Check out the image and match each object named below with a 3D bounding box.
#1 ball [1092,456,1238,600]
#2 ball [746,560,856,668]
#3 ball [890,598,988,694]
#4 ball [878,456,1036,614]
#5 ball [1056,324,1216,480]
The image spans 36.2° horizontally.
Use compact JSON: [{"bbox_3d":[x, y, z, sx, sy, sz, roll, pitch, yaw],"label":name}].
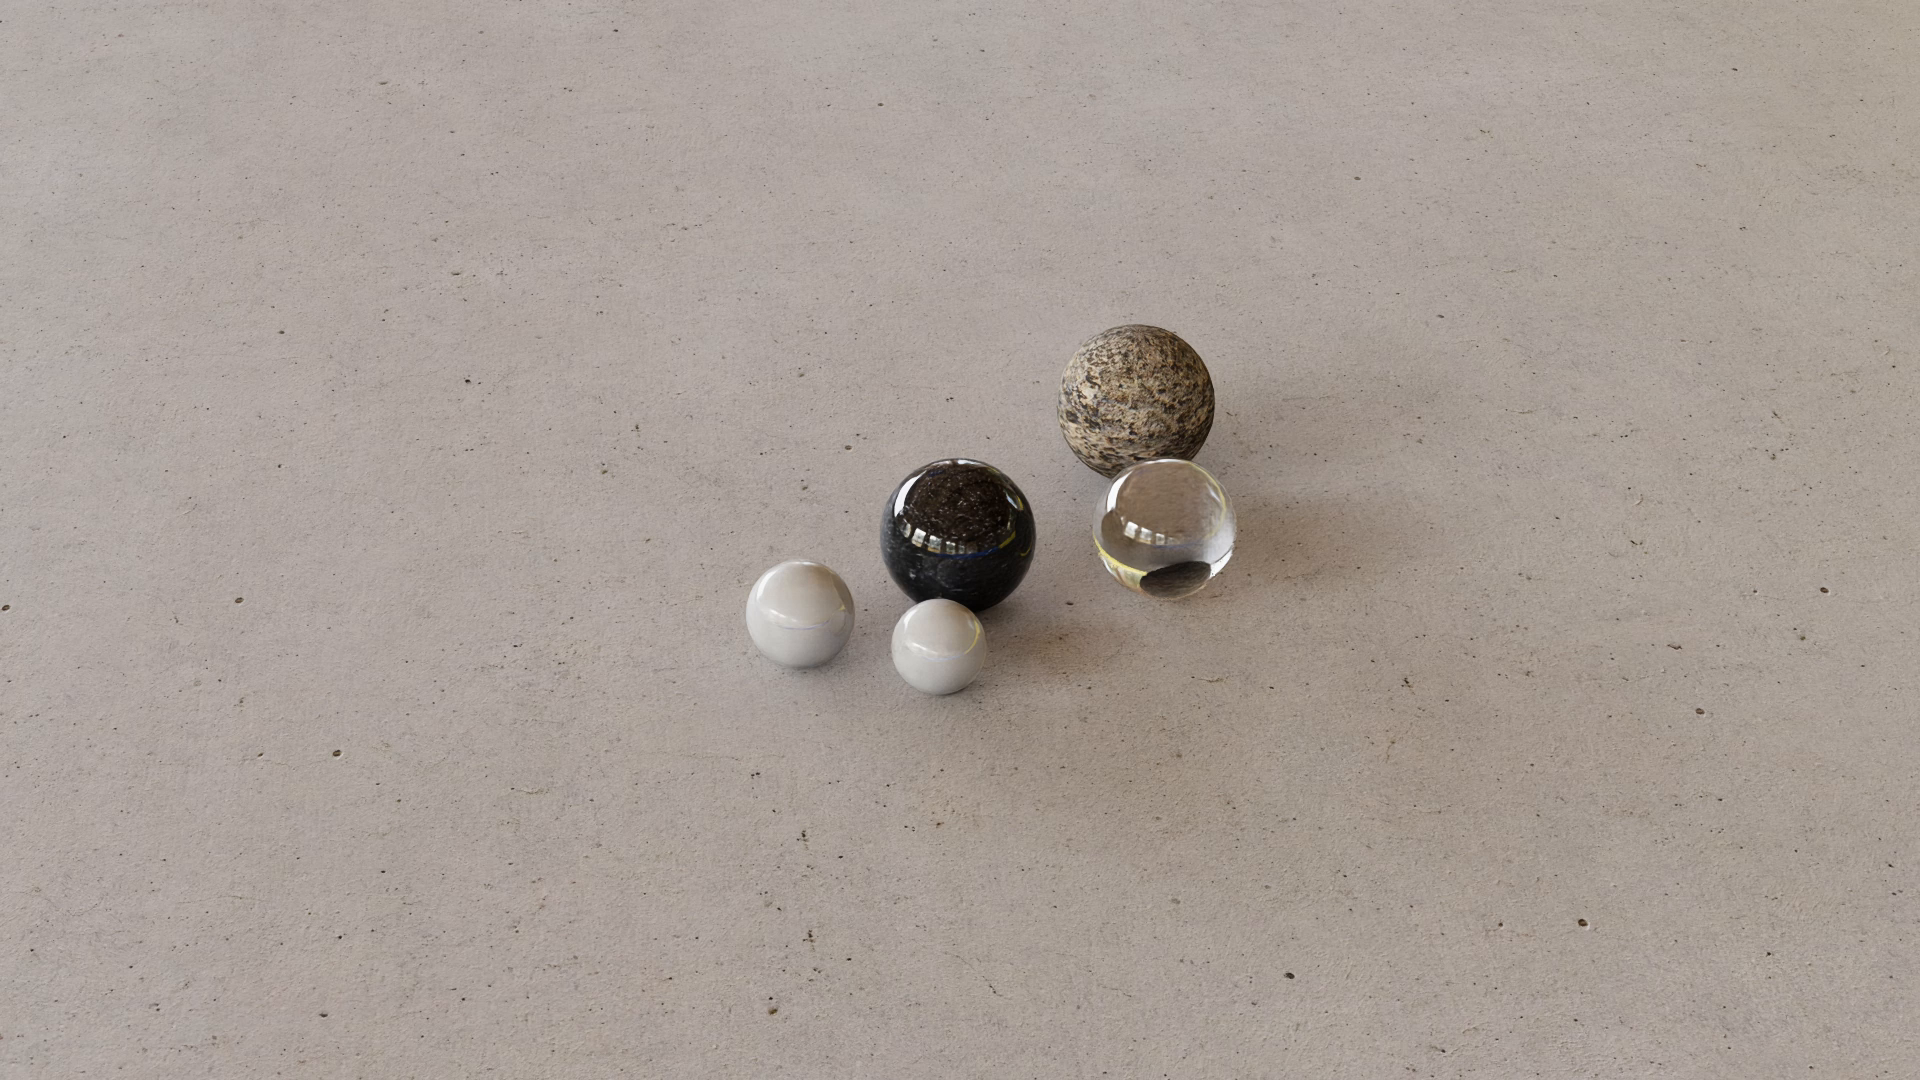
[{"bbox_3d":[0.114,-0.007,1.643,0.081,0.081,0.081,0,31,0],"label":"ball"},{"bbox_3d":[-0.086,0.040,1.587,0.059,0.059,0.059,0,31,0],"label":"ball"},{"bbox_3d":[-0.011,0.057,1.567,0.051,0.051,0.051,0,31,0],"label":"ball"},{"bbox_3d":[-0.001,-0.002,1.629,0.088,0.088,0.088,0,31,0],"label":"ball"},{"bbox_3d":[0.105,-0.081,1.753,0.095,0.095,0.095,0,31,0],"label":"ball"}]
